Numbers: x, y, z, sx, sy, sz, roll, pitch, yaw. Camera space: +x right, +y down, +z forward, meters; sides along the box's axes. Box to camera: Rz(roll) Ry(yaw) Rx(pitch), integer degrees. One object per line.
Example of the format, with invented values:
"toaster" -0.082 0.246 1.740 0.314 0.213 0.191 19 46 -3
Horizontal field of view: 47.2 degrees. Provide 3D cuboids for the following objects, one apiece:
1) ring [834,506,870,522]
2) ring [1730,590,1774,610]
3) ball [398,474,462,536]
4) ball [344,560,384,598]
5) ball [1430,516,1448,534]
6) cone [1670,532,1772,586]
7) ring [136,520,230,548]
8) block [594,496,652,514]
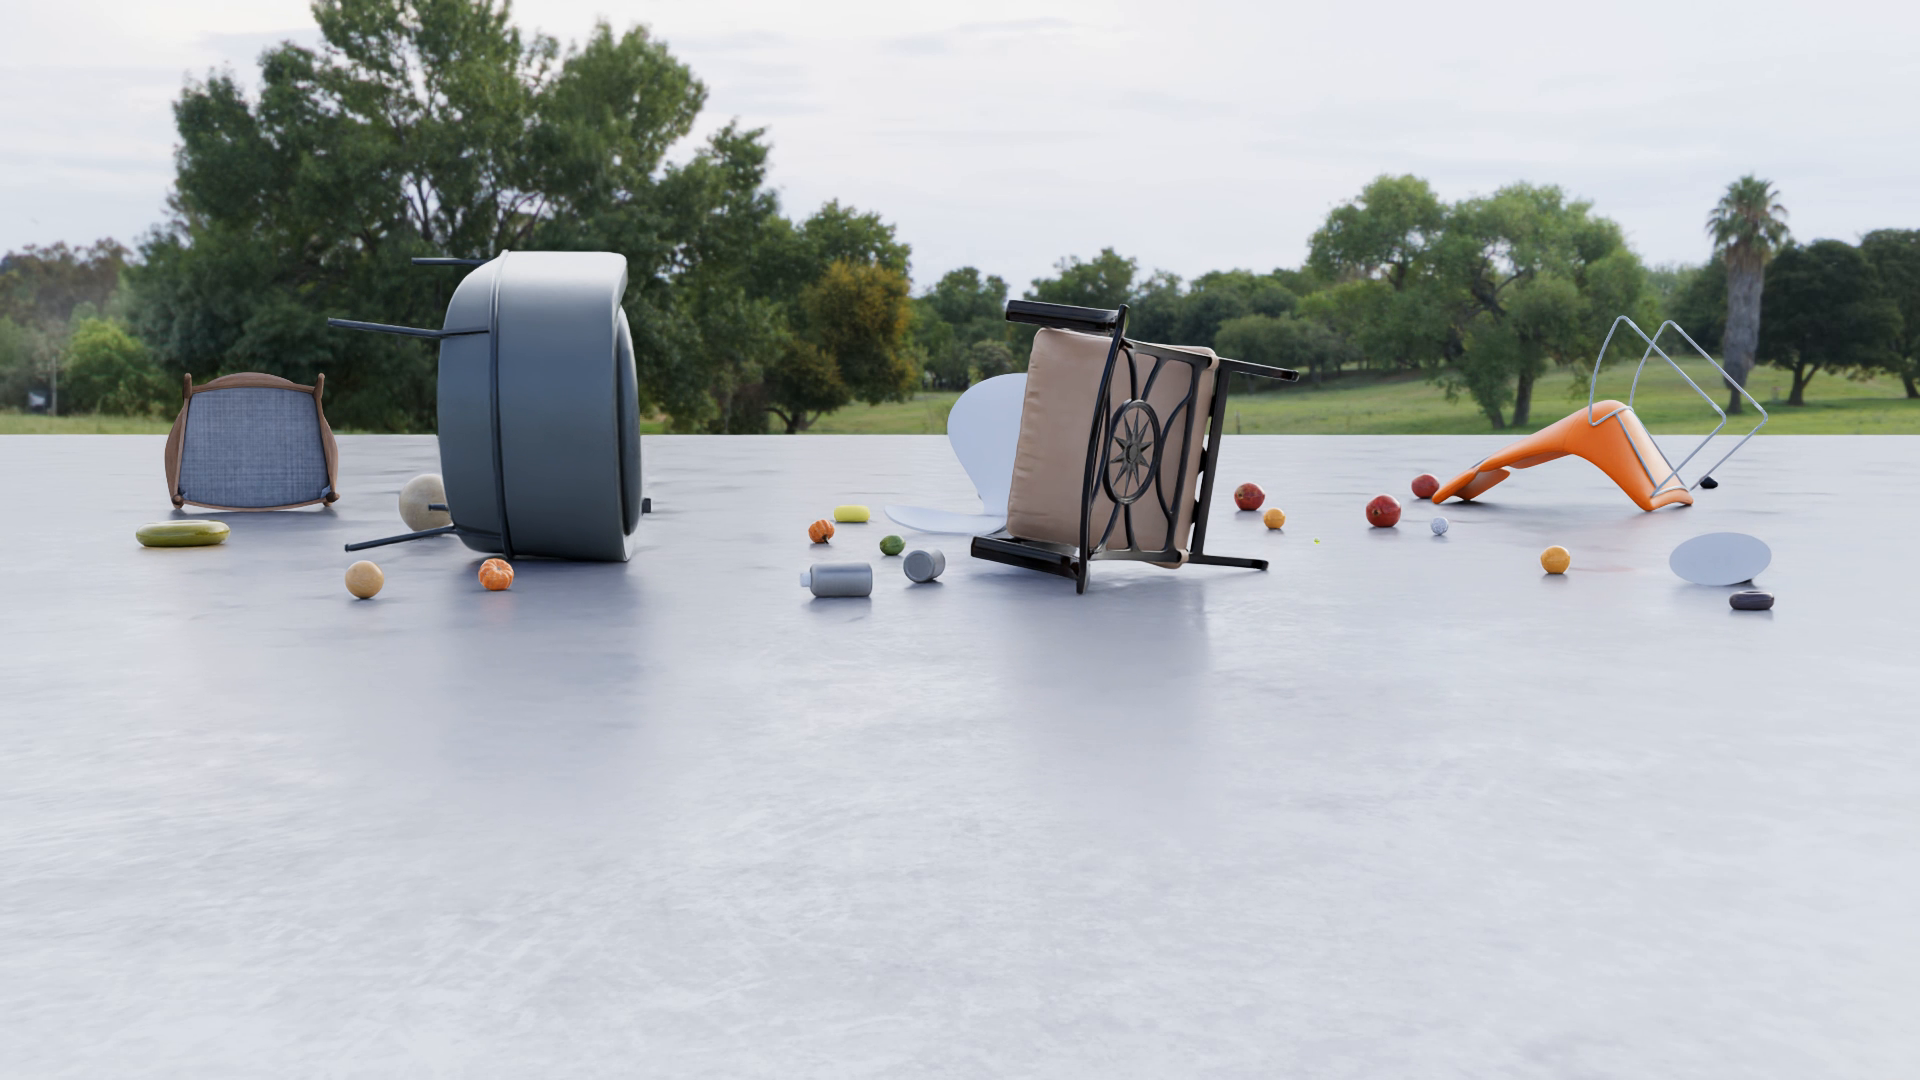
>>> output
"ring" -0.367 -0.089 7.452 0.117 0.054 0.150 -4 4 -27
"ring" 1.618 0.124 4.492 0.099 0.035 0.067 -2 6 -16
"ball" -1.626 -0.109 6.748 0.189 0.189 0.189 0 4 0
"ball" -1.277 0.085 4.715 0.082 0.082 0.082 0 4 0
"ball" 1.480 -0.045 6.786 0.057 0.057 0.057 0 4 0
"cone" 1.797 0.070 5.092 0.162 0.129 0.251 25 -18 -40
"ring" -2.234 -0.018 6.326 0.252 0.068 0.266 1 5 25
"block" -1.224 -0.125 7.983 0.157 0.053 0.135 -3 5 -36
